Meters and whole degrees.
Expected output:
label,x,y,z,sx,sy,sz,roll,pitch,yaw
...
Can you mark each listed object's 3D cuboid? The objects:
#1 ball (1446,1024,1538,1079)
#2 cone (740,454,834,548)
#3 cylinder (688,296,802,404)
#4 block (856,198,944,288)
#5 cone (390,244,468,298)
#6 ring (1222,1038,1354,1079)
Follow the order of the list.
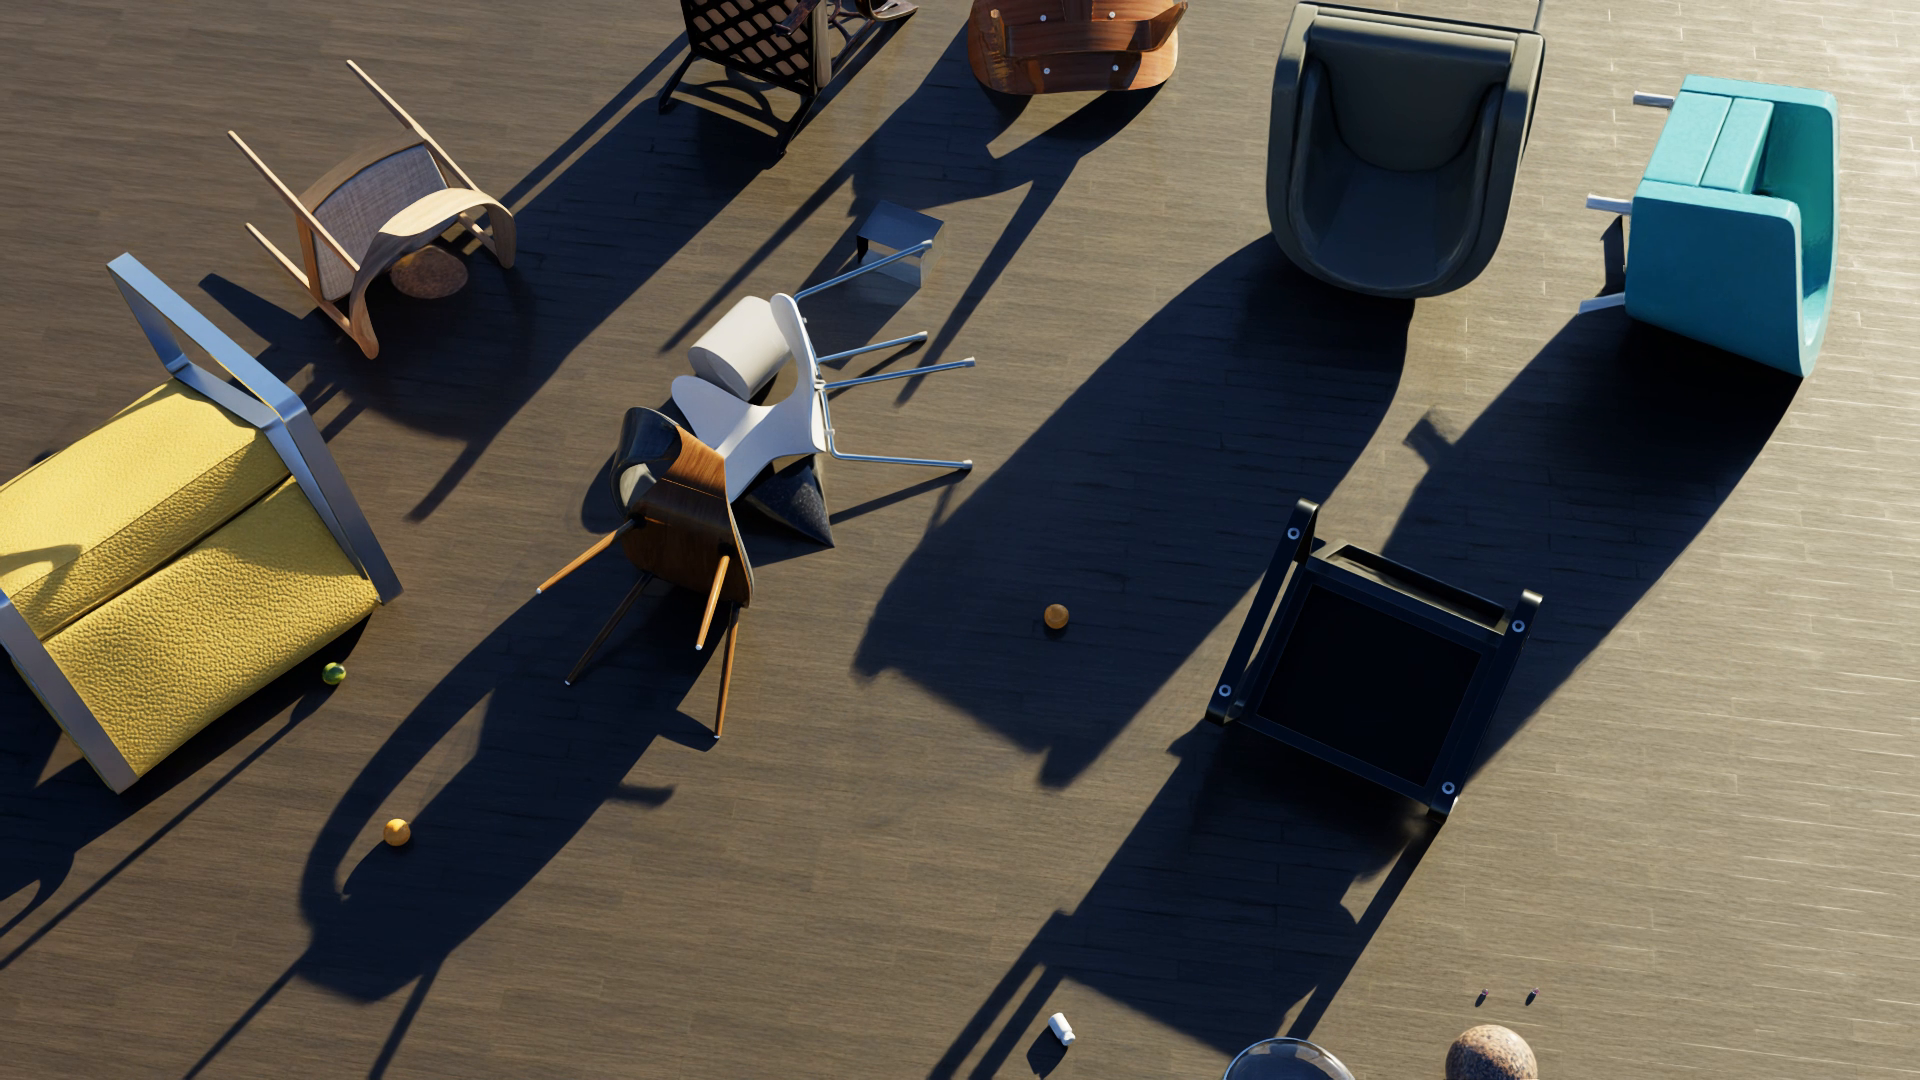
label,x,y,z,sx,sy,sz,roll,pitch,yaw
ball,1.338,1.337,5.540,0.227,0.227,0.227,0,56,0
cone,-0.461,-0.078,6.590,0.297,0.123,0.277,-35,75,-24
cylinder,-0.668,-0.593,6.845,0.255,0.211,0.253,30,61,24
block,-0.191,-0.963,7.134,0.229,0.143,0.174,22,59,14
cone,-1.721,-0.911,7.137,0.242,0.172,0.223,-4,35,-9
ring,0.838,1.442,5.540,0.370,0.113,0.397,-23,58,-15
